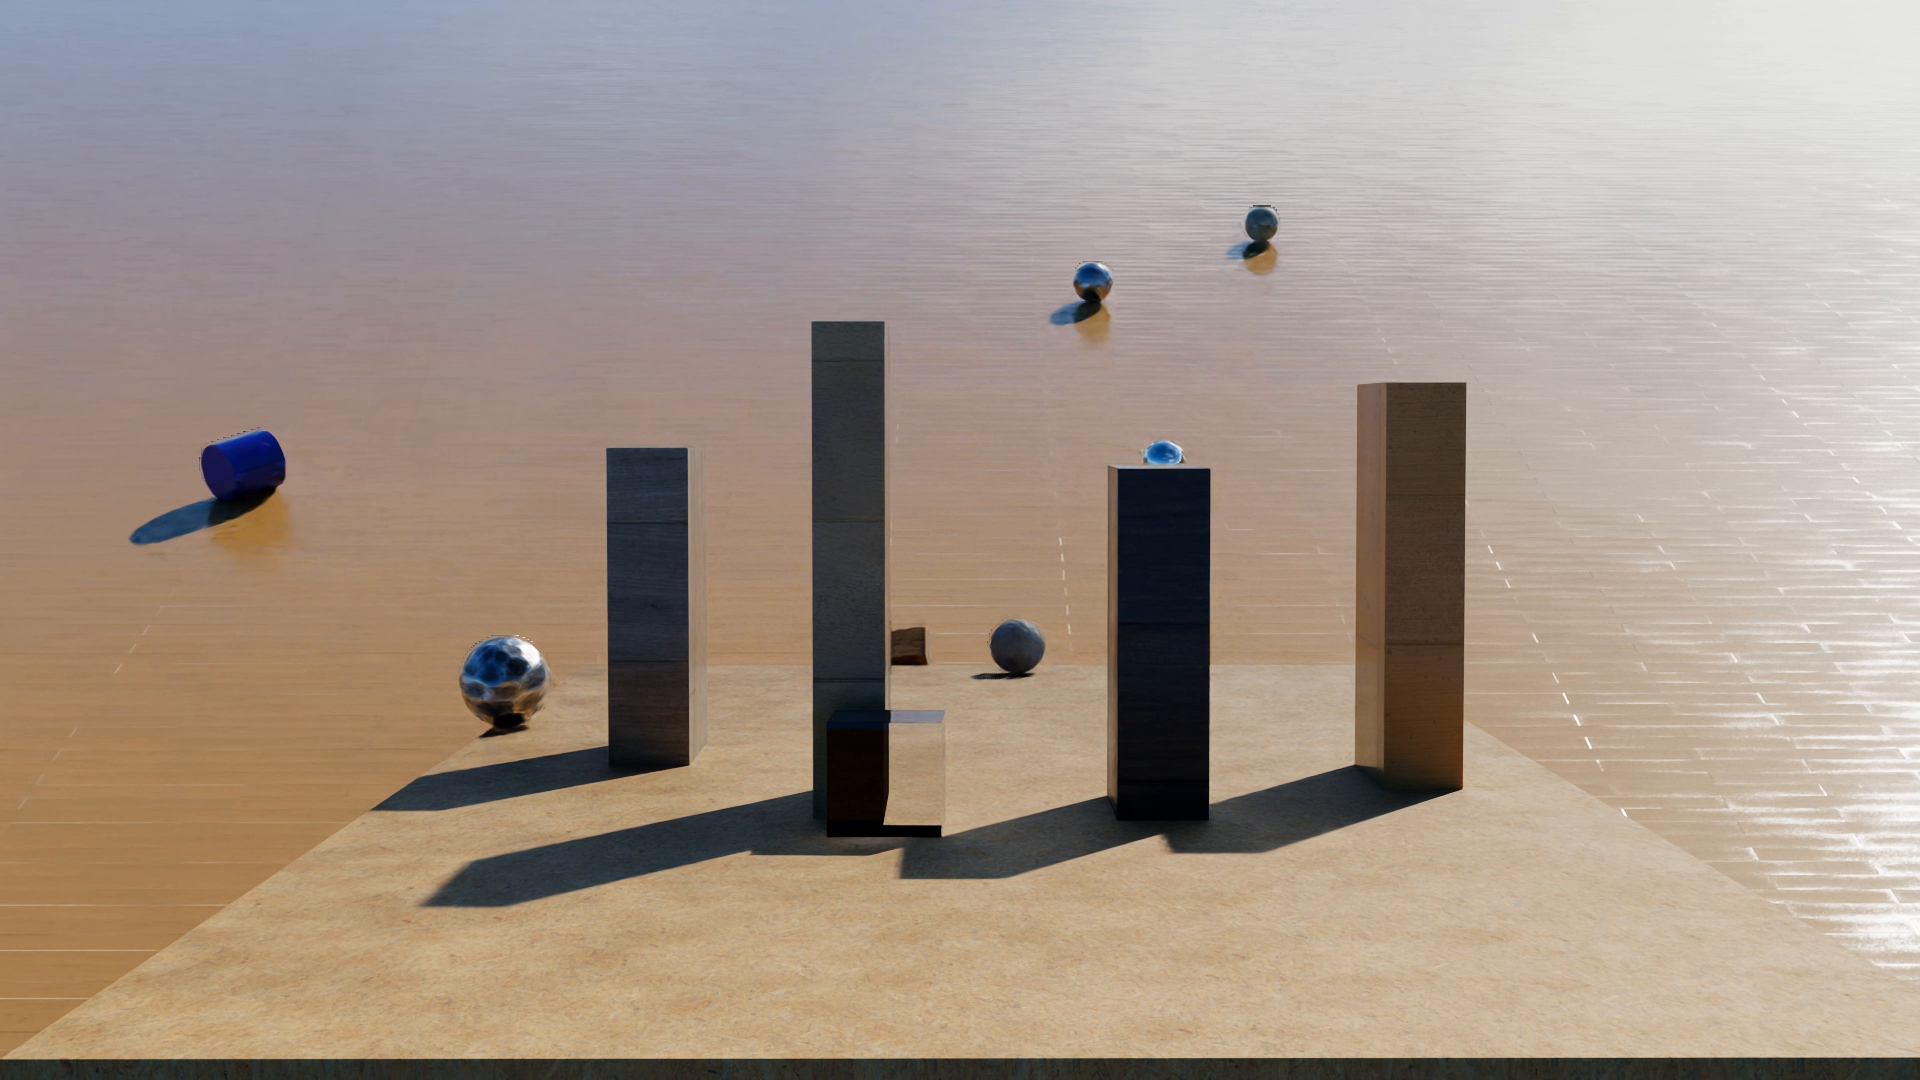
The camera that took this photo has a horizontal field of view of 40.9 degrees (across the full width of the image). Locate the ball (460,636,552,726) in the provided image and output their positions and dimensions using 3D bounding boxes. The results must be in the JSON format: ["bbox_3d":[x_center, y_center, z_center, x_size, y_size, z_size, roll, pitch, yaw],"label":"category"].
[{"bbox_3d":[-0.926,0.289,5.238,0.183,0.183,0.183,0,22,0],"label":"ball"}]

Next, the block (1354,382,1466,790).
[{"bbox_3d":[0.784,0.071,4.494,0.134,0.688,0.315,0,3,0],"label":"block"}]

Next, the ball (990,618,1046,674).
[{"bbox_3d":[0.141,0.260,6.312,0.135,0.135,0.135,0,22,0],"label":"ball"}]

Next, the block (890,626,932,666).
[{"bbox_3d":[-0.134,0.303,6.601,0.107,0.107,0.107,-8,37,4],"label":"block"}]

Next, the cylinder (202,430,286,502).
[{"bbox_3d":[-2.193,-0.227,7.877,0.180,0.180,0.180,19,29,39],"label":"cylinder"}]

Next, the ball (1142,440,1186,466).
[{"bbox_3d":[0.633,-0.242,7.976,0.135,0.135,0.135,0,22,0],"label":"ball"}]

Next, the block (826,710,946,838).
[{"bbox_3d":[-0.111,0.356,3.944,0.172,0.172,0.172,0,3,2],"label":"block"}]

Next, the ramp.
[{"bbox_3d":[0.051,0.464,4.534,2.000,0.100,4.000,0,3,0],"label":"ramp"}]

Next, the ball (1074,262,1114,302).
[{"bbox_3d":[0.506,-0.978,9.765,0.150,0.150,0.150,0,22,0],"label":"ball"}]

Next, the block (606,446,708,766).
[{"bbox_3d":[-0.563,0.113,4.812,0.146,0.575,0.341,0,3,0],"label":"block"}]

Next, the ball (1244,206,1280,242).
[{"bbox_3d":[1.239,-1.297,10.560,0.142,0.142,0.142,0,22,0],"label":"ball"}]

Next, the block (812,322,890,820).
[{"bbox_3d":[-0.174,0.041,4.187,0.114,0.779,0.339,0,3,0],"label":"block"}]

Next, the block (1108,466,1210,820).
[{"bbox_3d":[0.317,0.157,4.142,0.144,0.550,0.266,0,3,0],"label":"block"}]
